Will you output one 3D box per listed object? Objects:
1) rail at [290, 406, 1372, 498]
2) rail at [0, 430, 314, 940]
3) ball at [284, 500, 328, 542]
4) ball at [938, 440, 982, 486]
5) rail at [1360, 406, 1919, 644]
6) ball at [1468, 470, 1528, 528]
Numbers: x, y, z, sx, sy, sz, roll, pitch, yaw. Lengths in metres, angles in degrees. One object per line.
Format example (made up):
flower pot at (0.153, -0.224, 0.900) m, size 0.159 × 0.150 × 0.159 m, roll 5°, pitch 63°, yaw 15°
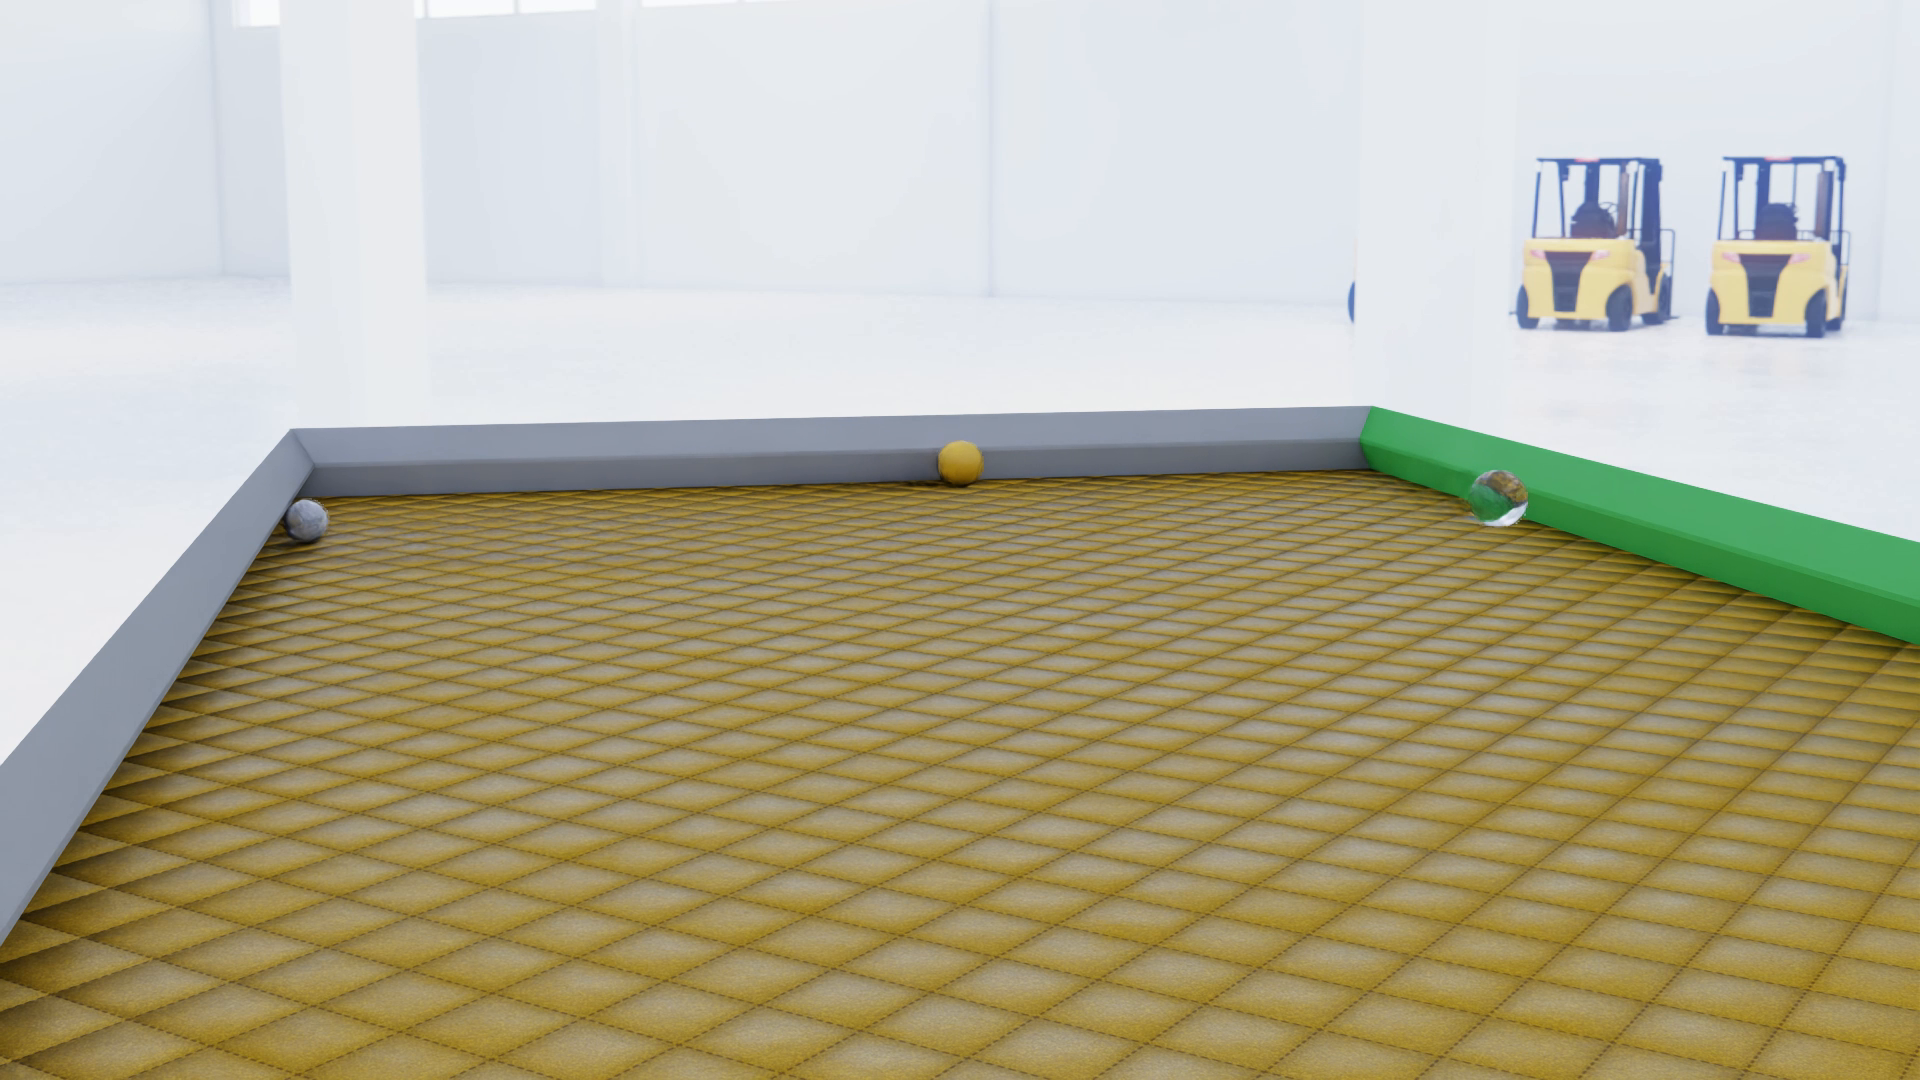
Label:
rail at (-0.196, -0.176, 4.325) m, size 2.157 × 0.129 × 0.045 m, roll -2°, pitch 9°, yaw -12°
rail at (-0.832, 0.162, 2.221) m, size 0.045 × 0.129 × 3.963 m, roll -2°, pitch 9°, yaw -12°
ball at (-1.076, -0.031, 3.614) m, size 0.070 × 0.070 × 0.070 m, roll 0°, pitch 9°, yaw 0°
ball at (0.000, -0.151, 4.305) m, size 0.088 × 0.088 × 0.088 m, roll 0°, pitch 9°, yaw 0°
rail at (1.234, 0.094, 2.644) m, size 0.045 × 0.129 × 3.963 m, roll -2°, pitch 9°, yaw -12°
ball at (0.925, -0.072, 3.776) m, size 0.099 × 0.099 × 0.099 m, roll 0°, pitch 9°, yaw 0°
